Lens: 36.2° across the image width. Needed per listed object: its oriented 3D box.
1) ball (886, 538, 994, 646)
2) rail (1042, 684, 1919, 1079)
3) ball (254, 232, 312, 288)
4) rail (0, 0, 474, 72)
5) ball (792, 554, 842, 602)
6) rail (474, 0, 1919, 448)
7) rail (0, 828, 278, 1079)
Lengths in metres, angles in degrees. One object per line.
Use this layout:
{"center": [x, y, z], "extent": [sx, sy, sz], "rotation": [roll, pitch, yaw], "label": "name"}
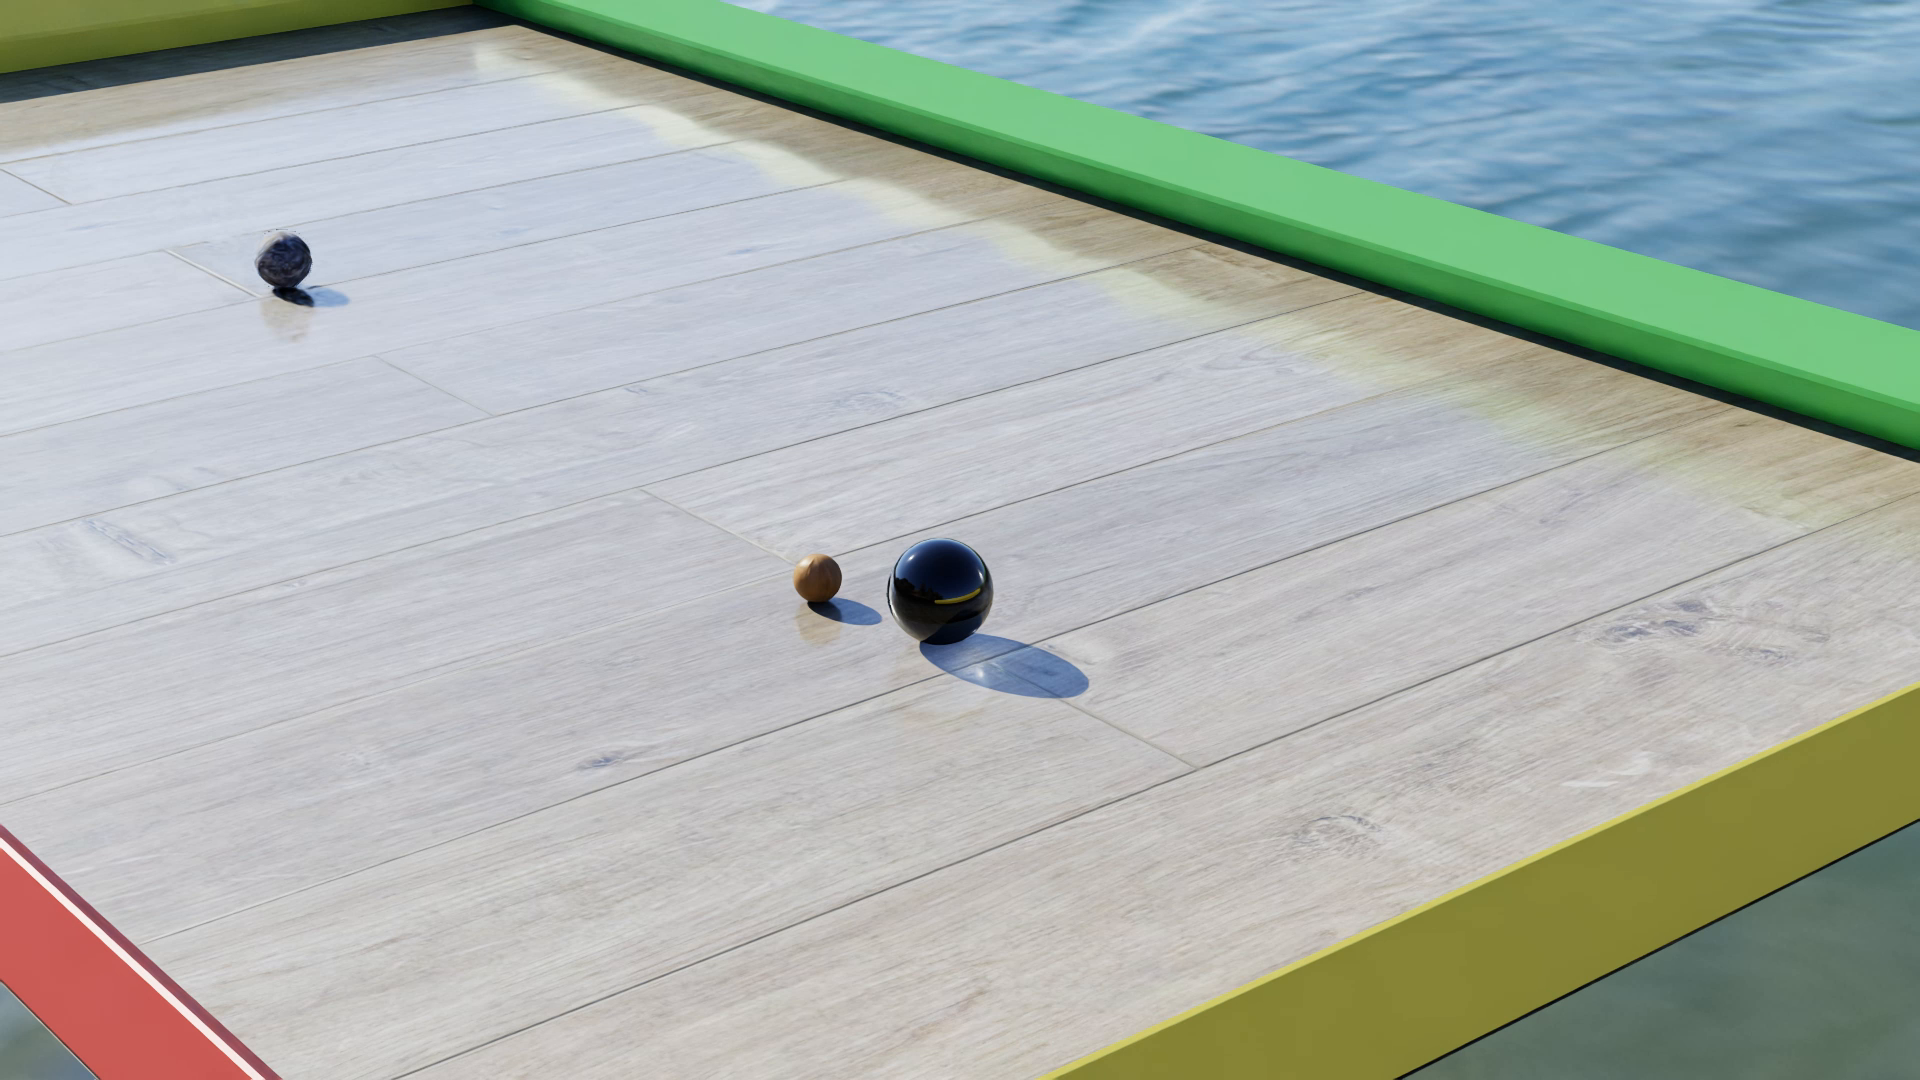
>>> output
{"center": [-0.016, 0.041, 2.363], "extent": [0.087, 0.087, 0.087], "rotation": [0, 22, 0], "label": "ball"}
{"center": [0.479, 0.196, 1.940], "extent": [1.806, 0.113, 0.045], "rotation": [-17, 27, -36], "label": "rail"}
{"center": [-0.753, -0.312, 3.273], "extent": [0.062, 0.062, 0.062], "rotation": [0, 22, 0], "label": "ball"}
{"center": [-1.467, -0.696, 4.160], "extent": [1.806, 0.113, 0.045], "rotation": [-17, 27, -36], "label": "rail"}
{"center": [-0.119, 0.032, 2.448], "extent": [0.041, 0.041, 0.041], "rotation": [0, 22, 0], "label": "ball"}
{"center": [0.189, -0.457, 3.565], "extent": [0.045, 0.113, 3.131], "rotation": [-17, 27, -36], "label": "rail"}
{"center": [-1.176, -0.043, 2.535], "extent": [0.045, 0.113, 3.131], "rotation": [-17, 27, -36], "label": "rail"}
